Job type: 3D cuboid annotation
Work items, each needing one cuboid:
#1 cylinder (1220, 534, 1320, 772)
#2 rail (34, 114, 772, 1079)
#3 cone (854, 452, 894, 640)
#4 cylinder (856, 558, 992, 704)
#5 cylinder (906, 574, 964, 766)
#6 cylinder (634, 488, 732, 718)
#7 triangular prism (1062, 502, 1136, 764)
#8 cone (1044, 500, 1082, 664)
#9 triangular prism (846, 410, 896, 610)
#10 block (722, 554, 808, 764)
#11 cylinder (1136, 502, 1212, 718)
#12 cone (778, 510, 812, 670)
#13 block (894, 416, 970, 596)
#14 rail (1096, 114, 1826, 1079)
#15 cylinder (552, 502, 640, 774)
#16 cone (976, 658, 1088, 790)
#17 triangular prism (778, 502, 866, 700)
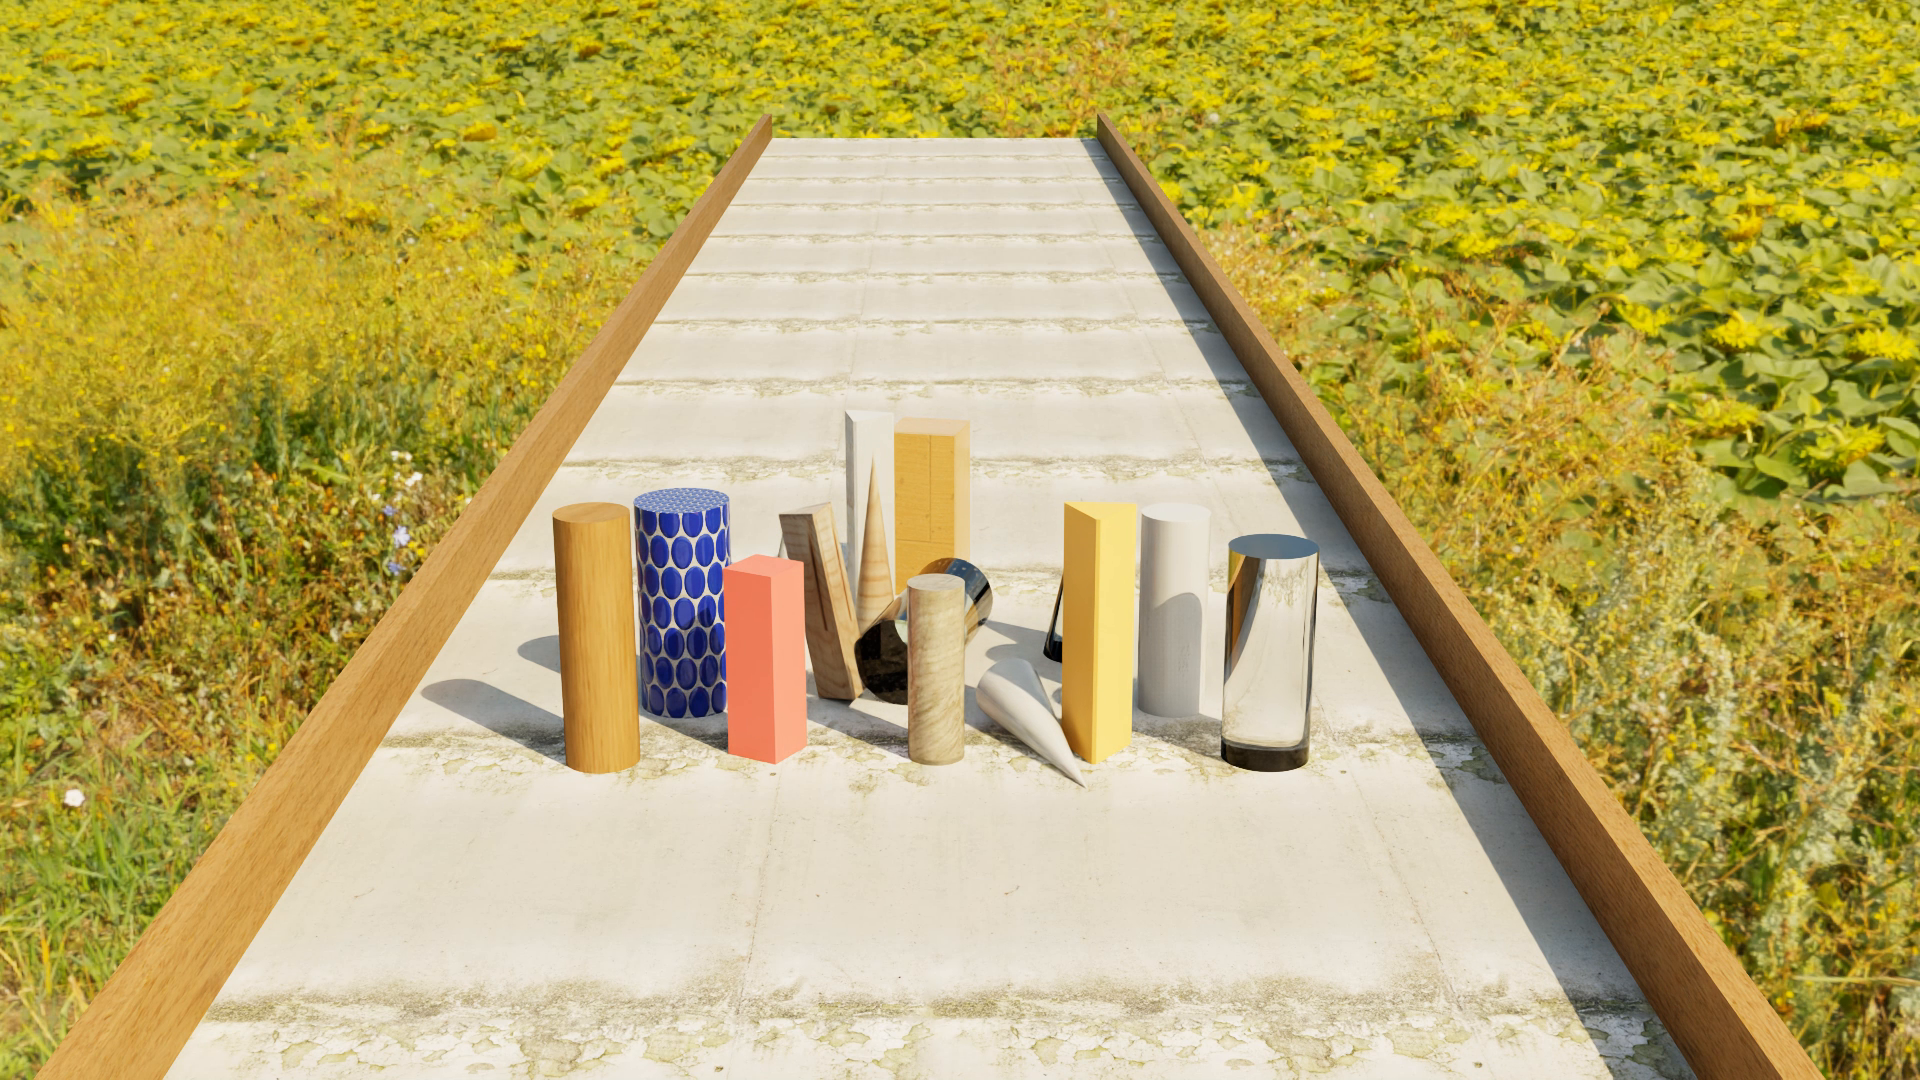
[{"bbox_3d":[0.545,0.198,3.876,0.158,0.390,0.158,0,17,0],"label":"cylinder"},{"bbox_3d":[-1.118,-0.838,7.780,0.050,0.150,12.000,0,17,-1],"label":"rail"},{"bbox_3d":[-0.171,0.025,4.401,0.104,0.423,0.104,0,17,0],"label":"cone"},{"bbox_3d":[-0.065,0.175,4.342,0.170,0.170,0.412,4,17,13],"label":"cylinder"},{"bbox_3d":[-0.042,0.229,3.887,0.101,0.324,0.101,0,17,0],"label":"cylinder"},{"bbox_3d":[-0.517,0.117,4.134,0.178,0.398,0.178,0,17,0],"label":"cylinder"},{"bbox_3d":[0.229,0.158,3.904,0.108,0.451,0.124,12,20,34],"label":"triangular prism"},{"bbox_3d":[0.241,0.072,4.413,0.146,0.326,0.146,0,17,0],"label":"cone"},{"bbox_3d":[-0.209,-0.056,4.653,0.107,0.434,0.092,-15,22,-41],"label":"triangular prism"},{"bbox_3d":[-0.345,0.211,3.906,0.101,0.348,0.101,9,19,28],"label":"block"},{"bbox_3d":[0.399,0.131,4.117,0.129,0.382,0.129,0,17,0],"label":"cylinder"},{"bbox_3d":[-0.340,0.088,4.376,0.140,0.316,0.140,0,17,0],"label":"cone"},{"bbox_3d":[-0.068,-0.071,4.826,0.150,0.366,0.150,4,17,13],"label":"block"},{"bbox_3d":[0.932,-0.844,7.801,0.050,0.150,12.000,0,17,-1],"label":"rail"},{"bbox_3d":[-0.635,0.171,3.848,0.132,0.457,0.132,0,17,0],"label":"cylinder"},{"bbox_3d":[0.154,0.353,3.930,0.127,0.127,0.362,-6,28,-21],"label":"cone"},{"bbox_3d":[-0.240,0.113,4.174,0.102,0.364,0.088,0,16,46],"label":"triangular prism"}]
